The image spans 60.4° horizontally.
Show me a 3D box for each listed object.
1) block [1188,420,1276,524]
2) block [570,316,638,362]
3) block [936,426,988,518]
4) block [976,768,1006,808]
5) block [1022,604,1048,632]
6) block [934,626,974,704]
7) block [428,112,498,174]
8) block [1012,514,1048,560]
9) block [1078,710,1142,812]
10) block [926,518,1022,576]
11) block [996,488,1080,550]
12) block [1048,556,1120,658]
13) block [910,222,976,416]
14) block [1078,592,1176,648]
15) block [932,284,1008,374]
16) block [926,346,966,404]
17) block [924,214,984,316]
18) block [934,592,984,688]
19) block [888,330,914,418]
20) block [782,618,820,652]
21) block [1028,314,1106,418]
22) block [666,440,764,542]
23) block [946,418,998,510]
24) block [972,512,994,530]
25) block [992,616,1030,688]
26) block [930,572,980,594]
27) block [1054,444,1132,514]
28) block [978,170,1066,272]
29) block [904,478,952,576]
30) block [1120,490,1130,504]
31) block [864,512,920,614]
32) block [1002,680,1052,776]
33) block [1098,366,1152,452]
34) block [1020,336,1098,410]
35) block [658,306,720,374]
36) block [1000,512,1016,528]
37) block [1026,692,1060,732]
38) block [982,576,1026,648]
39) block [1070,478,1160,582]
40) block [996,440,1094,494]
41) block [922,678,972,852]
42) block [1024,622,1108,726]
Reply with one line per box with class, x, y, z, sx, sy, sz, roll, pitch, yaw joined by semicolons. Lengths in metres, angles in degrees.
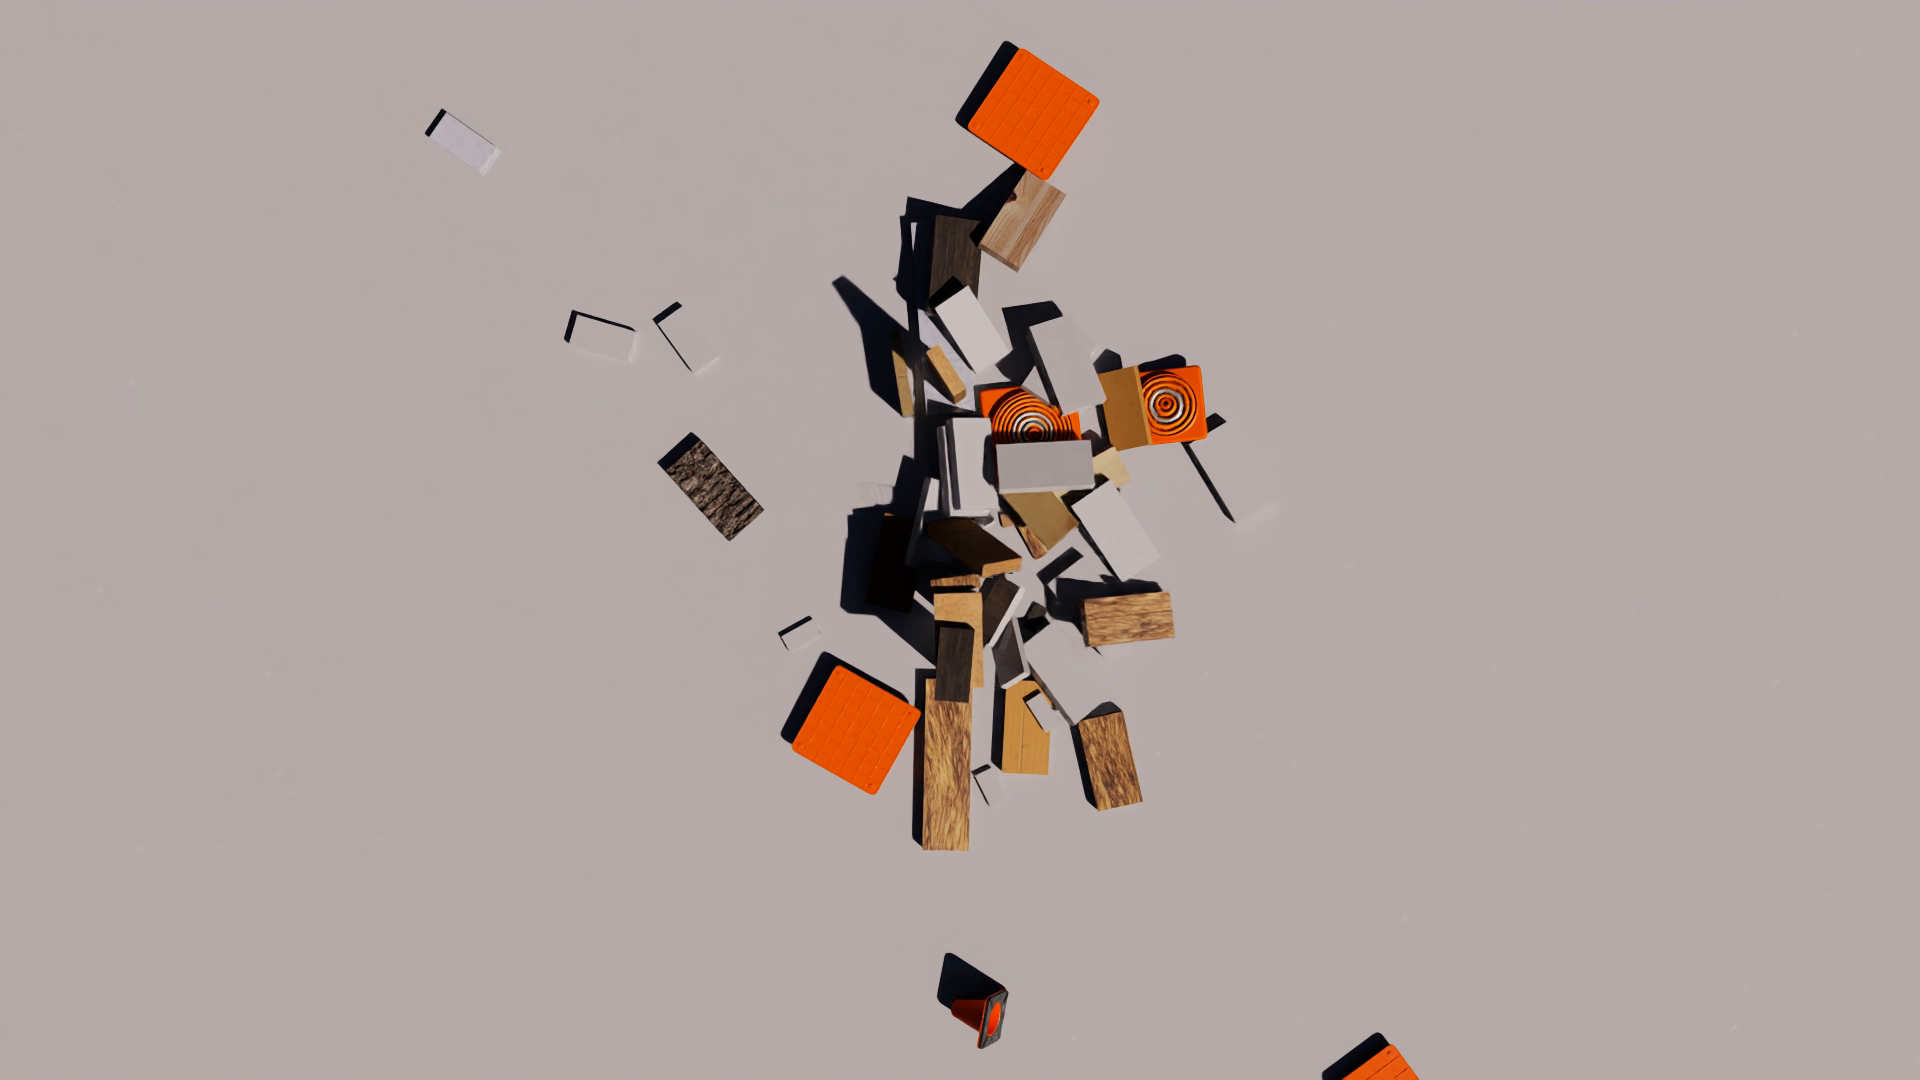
block;0.903;-0.225;5.478;0.153;0.043;0.306;-31;90;0
block;-1.186;-0.670;5.486;0.204;0.029;0.102;16;90;0
block;0.008;-0.225;5.430;0.149;0.042;0.298;-2;85;-33
block;0.103;0.824;5.492;0.060;0.017;0.120;-26;90;0
block;0.251;0.261;5.494;0.045;0.013;0.091;30;90;0
block;-0.017;0.389;5.144;0.108;0.031;0.228;5;90;0
block;-1.650;-1.319;5.486;0.204;0.029;0.102;35;90;0
block;0.233;-0.017;5.485;0.045;0.013;0.167;-27;96;1
block;0.498;0.733;5.478;0.153;0.043;0.306;-13;90;0
block;0.044;0.020;5.315;0.154;0.309;0.044;-10;121;-35
block;0.255;-0.108;5.393;0.131;0.037;0.263;-40;78;-3
block;0.443;0.222;5.478;0.154;0.044;0.308;-38;90;0
block;-0.056;-0.737;5.477;0.162;0.046;0.637;-5;90;0
block;0.550;0.261;5.422;0.308;0.044;0.154;-5;84;-19
block;0.036;-0.689;5.399;0.131;0.037;0.263;-34;110;-2
block;-0.044;-0.528;5.291;0.046;0.325;0.162;-32;90;0
block;-0.019;-0.893;5.422;0.162;0.046;0.325;5;87;-15
block;-0.003;0.316;5.181;0.149;0.042;0.298;-2;90;0
block;-0.191;-0.544;5.434;0.037;0.131;0.275;-9;90;0
block;-0.528;0.318;5.492;0.120;0.017;0.060;-29;90;0
block;0.350;-0.574;5.410;0.155;0.044;0.310;-19;81;-12
block;-0.813;-0.163;5.478;0.155;0.044;0.311;-42;90;0
block;0.040;-0.249;5.404;0.149;0.042;0.298;-3;86;-33
block;0.067;-0.054;5.482;0.091;0.013;0.045;-31;57;0
block;0.159;0.367;5.404;0.108;0.031;0.216;-35;51;31
block;-0.014;0.137;5.346;0.154;0.309;0.044;-7;90;0
block;0.397;-0.182;5.458;0.316;0.037;0.131;-29;107;2
block;0.205;-1.052;5.436;0.155;0.044;0.311;32;75;-2
block;-0.077;-0.045;5.443;0.149;0.042;0.298;14;90;-31
block;0.522;-0.119;5.494;0.045;0.013;0.091;42;90;0
block;-0.208;0.077;5.478;0.154;0.044;0.309;13;90;0
block;0.223;0.620;5.478;0.153;0.043;0.308;3;90;0
block;0.545;-0.432;5.453;0.131;0.037;0.263;-11;90;27
block;0.326;-0.574;5.449;0.131;0.037;0.263;34;75;0
block;-0.902;-0.664;5.486;0.102;0.029;0.204;-36;90;0
block;0.183;-0.072;5.494;0.091;0.013;0.045;-14;90;0
block;0.275;0.569;5.448;0.060;0.017;0.120;-32;90;0
block;0.123;0.236;5.450;0.031;0.108;0.216;29;90;-43
block;0.512;-0.032;5.450;0.155;0.044;0.311;-34;101;0
block;0.277;-0.239;5.382;0.310;0.044;0.155;-3;73;-3
block;-0.041;0.744;5.478;0.154;0.044;0.567;1;90;0
block;0.335;0.442;5.449;0.155;0.044;0.310;-37;90;-23
